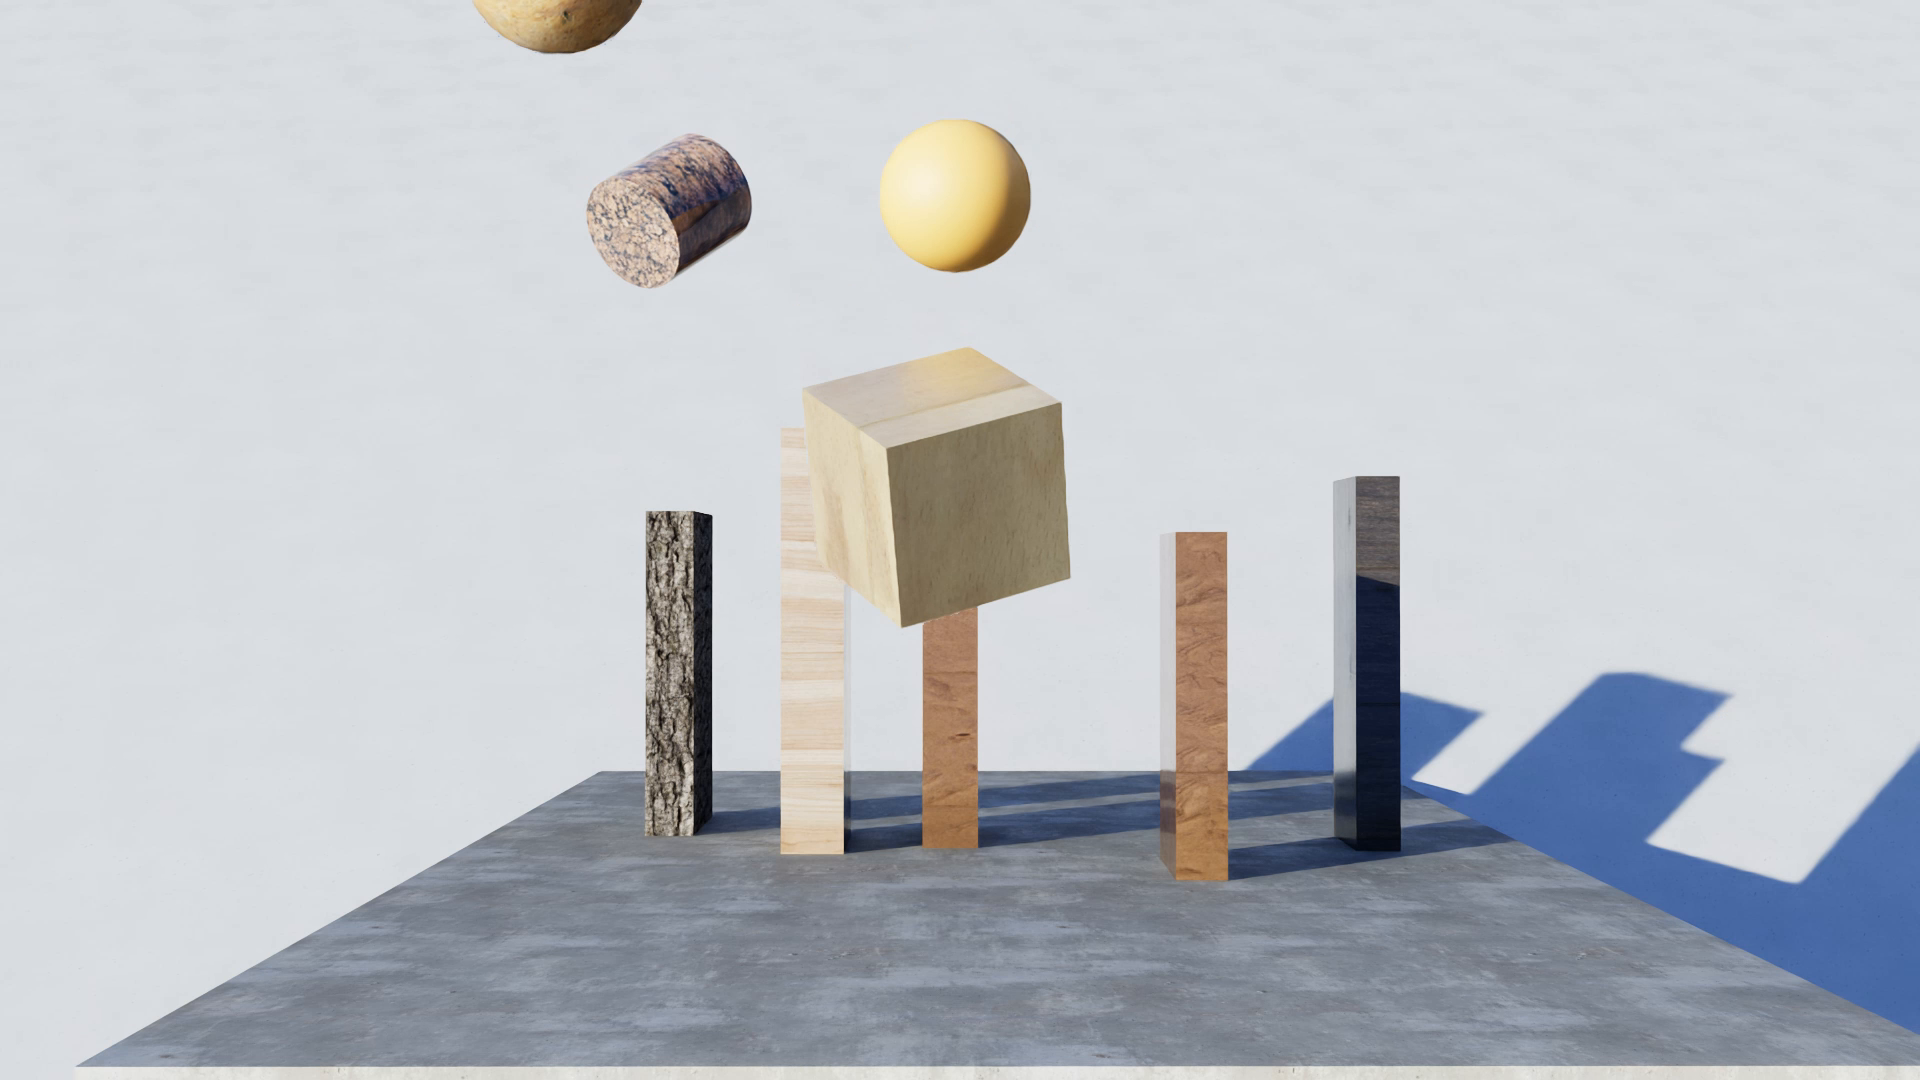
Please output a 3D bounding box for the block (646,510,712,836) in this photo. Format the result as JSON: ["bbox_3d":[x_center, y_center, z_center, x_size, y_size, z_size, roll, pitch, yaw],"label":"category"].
[{"bbox_3d":[-0.569,0.263,5.270,0.094,0.636,0.394,0,-1,0],"label":"block"}]

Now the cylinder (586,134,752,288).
[{"bbox_3d":[-0.302,-0.343,2.696,0.122,0.122,0.122,19,39,28],"label":"cylinder"}]

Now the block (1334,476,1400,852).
[{"bbox_3d":[0.773,0.230,4.936,0.082,0.694,0.287,0,-1,0],"label":"block"}]

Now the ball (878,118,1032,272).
[{"bbox_3d":[-0.005,-0.348,2.622,0.155,0.155,0.155,0,32,0],"label":"ball"}]

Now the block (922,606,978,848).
[{"bbox_3d":[-0.018,0.312,5.020,0.104,0.531,0.347,0,-1,0],"label":"block"}]

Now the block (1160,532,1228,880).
[{"bbox_3d":[0.405,0.280,4.507,0.087,0.584,0.338,0,-1,0],"label":"block"}]

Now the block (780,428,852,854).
[{"bbox_3d":[-0.271,0.186,4.916,0.115,0.781,0.330,0,-1,0],"label":"block"}]

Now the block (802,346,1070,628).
[{"bbox_3d":[-0.021,-0.051,2.331,0.171,0.171,0.171,-16,27,-23],"label":"block"}]

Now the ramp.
[{"bbox_3d":[0.071,0.624,4.713,2.000,0.100,4.000,0,-1,0],"label":"ramp"}]

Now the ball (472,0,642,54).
[{"bbox_3d":[-0.319,-0.459,2.049,0.149,0.149,0.149,0,32,0],"label":"ball"}]
